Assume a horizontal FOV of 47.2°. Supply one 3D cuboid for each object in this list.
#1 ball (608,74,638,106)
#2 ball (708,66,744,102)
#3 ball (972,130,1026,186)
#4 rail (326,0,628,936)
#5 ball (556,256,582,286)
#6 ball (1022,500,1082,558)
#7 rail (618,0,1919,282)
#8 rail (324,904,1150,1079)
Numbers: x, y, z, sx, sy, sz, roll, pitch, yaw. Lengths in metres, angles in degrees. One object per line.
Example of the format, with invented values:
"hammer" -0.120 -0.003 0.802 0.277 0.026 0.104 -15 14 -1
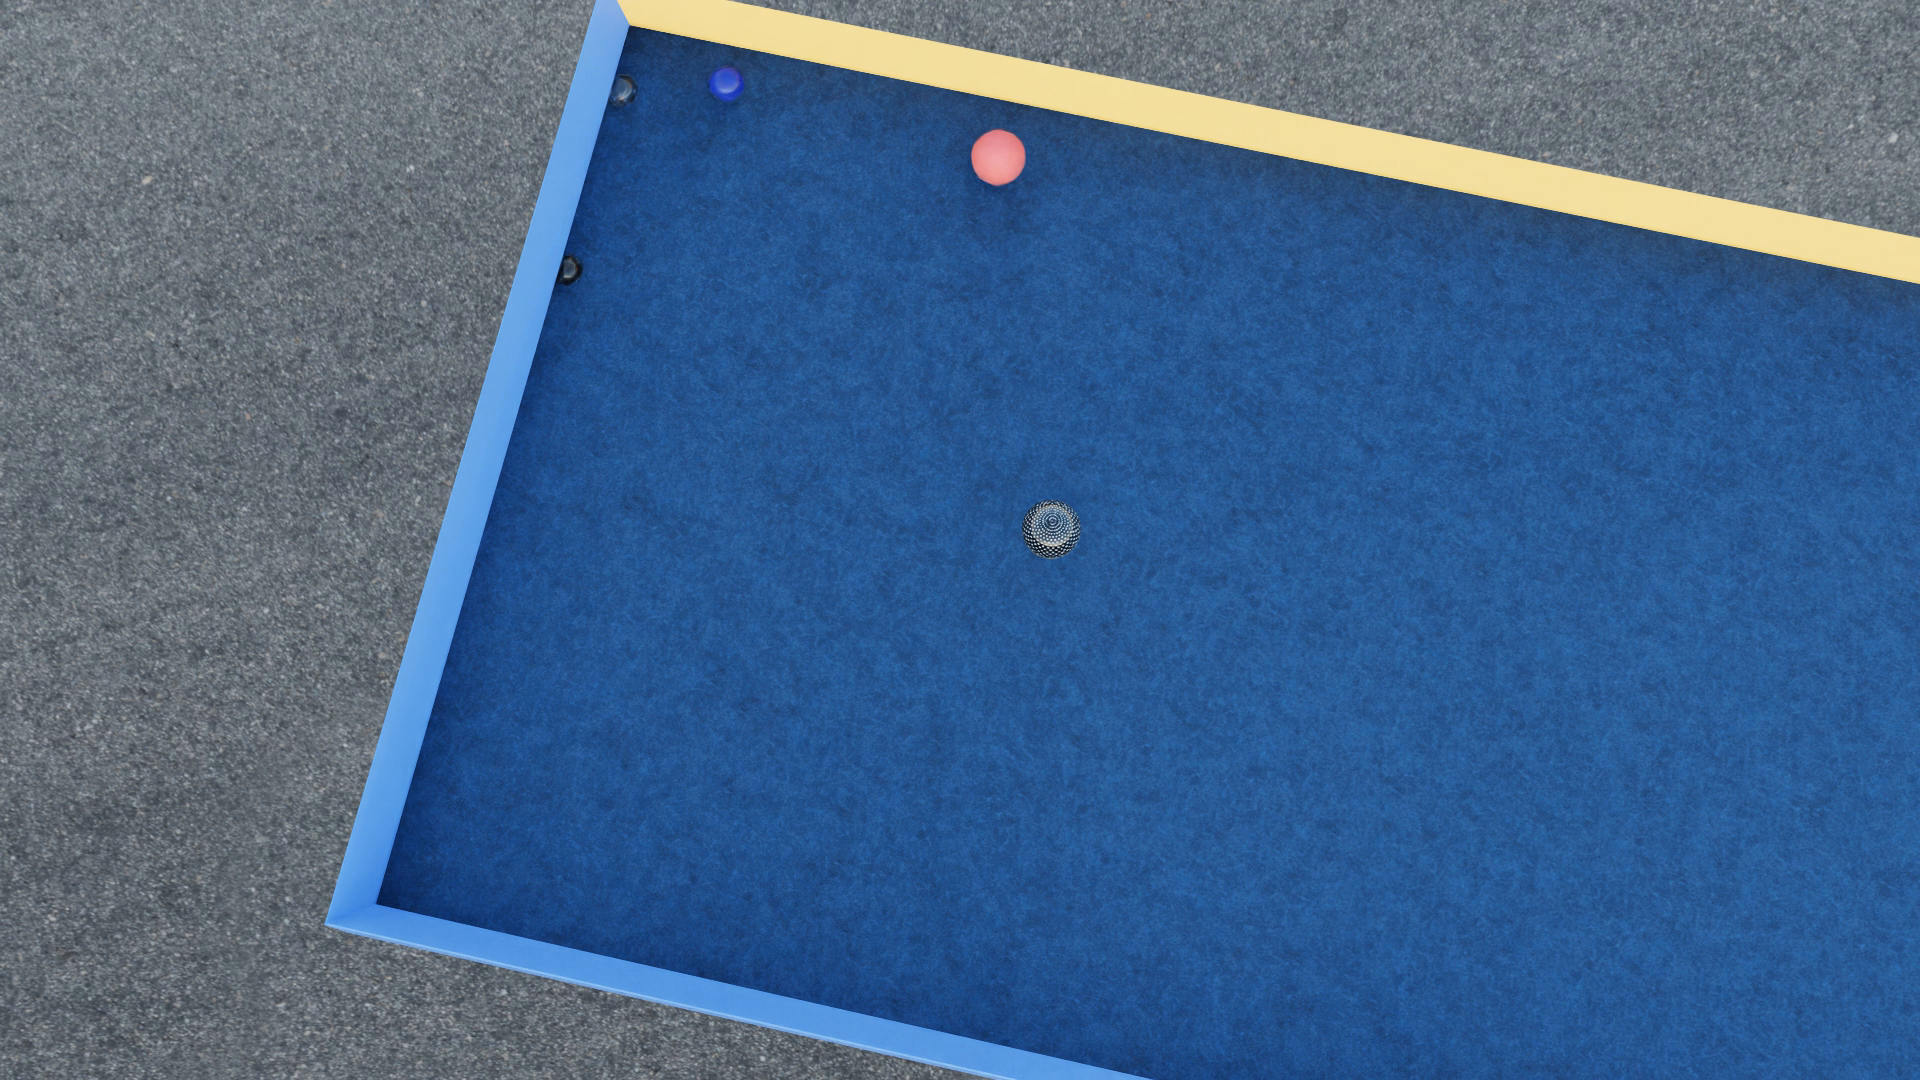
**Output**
"ball" -0.549 -0.728 3.564 0.051 0.051 0.051 0 75 0
"ball" -0.378 -0.739 3.564 0.057 0.057 0.057 0 75 0
"ball" 0.061 -0.610 3.513 0.087 0.087 0.087 0 75 0
"rail" -0.713 -0.159 3.372 0.045 0.118 1.538 12 75 3
"ball" -0.622 -0.427 3.484 0.046 0.046 0.046 0 75 0
"ball" 0.139 -0.017 3.348 0.091 0.091 0.091 0 75 0
"rail" 0.896 -0.553 3.480 3.014 0.118 0.045 12 75 3
"rail" 0.575 0.851 3.094 3.014 0.118 0.045 12 75 3
